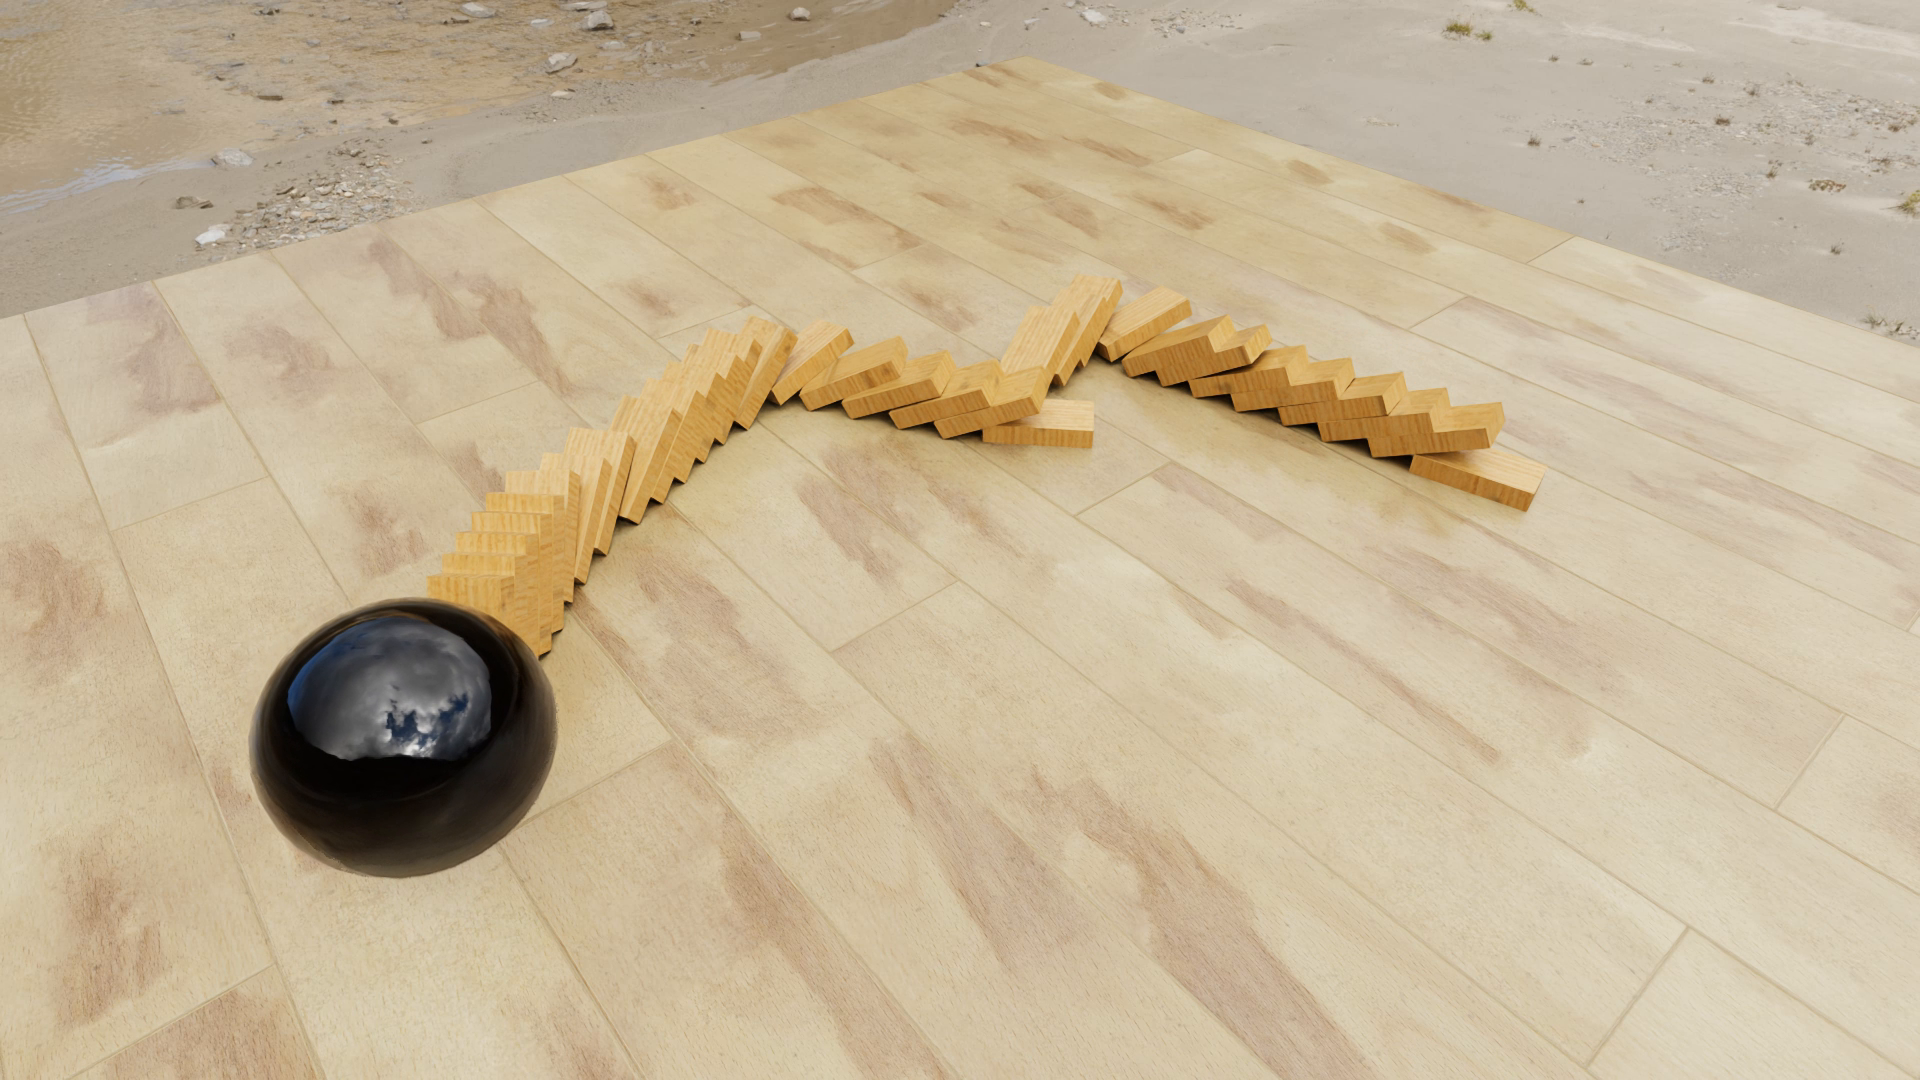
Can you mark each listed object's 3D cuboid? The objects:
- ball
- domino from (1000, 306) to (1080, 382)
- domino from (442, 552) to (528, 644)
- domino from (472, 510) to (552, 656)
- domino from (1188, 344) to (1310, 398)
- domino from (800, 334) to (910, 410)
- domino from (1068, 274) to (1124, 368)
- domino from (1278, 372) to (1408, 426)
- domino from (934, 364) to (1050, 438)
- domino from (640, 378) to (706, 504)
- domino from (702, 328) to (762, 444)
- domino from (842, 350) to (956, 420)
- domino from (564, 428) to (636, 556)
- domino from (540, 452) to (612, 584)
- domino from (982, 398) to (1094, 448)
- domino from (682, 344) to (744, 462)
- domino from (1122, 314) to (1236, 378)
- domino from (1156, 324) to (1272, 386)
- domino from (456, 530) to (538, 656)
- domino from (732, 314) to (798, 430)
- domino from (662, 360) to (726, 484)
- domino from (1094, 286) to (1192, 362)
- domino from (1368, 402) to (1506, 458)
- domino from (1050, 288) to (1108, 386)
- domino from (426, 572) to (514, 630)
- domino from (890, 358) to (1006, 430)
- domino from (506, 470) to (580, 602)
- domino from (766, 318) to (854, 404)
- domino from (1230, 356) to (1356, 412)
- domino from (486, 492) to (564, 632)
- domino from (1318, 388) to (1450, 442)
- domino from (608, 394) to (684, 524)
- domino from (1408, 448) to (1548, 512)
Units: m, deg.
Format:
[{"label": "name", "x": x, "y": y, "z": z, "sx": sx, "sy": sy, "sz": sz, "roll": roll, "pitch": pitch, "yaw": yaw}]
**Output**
[{"label": "ball", "x": -0.159, "y": 0.056, "z": 0.319, "sx": 0.080, "sy": 0.080, "sz": 0.080, "roll": 0, "pitch": 39, "yaw": 0}, {"label": "domino", "x": 0.036, "y": -0.091, "z": 0.534, "sx": 0.025, "sy": 0.010, "sz": 0.050, "roll": 14, "pitch": 66, "yaw": 31}, {"label": "domino", "x": -0.163, "y": 0.030, "z": 0.378, "sx": 0.025, "sy": 0.050, "sz": 0.010, "roll": 2, "pitch": 6, "yaw": 3}, {"label": "domino", "x": -0.161, "y": 0.015, "z": 0.395, "sx": 0.025, "sy": 0.050, "sz": 0.010, "roll": 3, "pitch": 5, "yaw": 3}, {"label": "domino", "x": 0.138, "y": -0.080, "z": 0.525, "sx": 0.050, "sy": 0.009, "sz": 0.025, "roll": -2, "pitch": 31, "yaw": 42}, {"label": "domino", "x": -0.050, "y": -0.080, "z": 0.524, "sx": 0.050, "sy": 0.010, "sz": 0.025, "roll": -17, "pitch": 34, "yaw": 21}, {"label": "domino", "x": 0.061, "y": -0.112, "z": 0.561, "sx": 0.025, "sy": 0.010, "sz": 0.050, "roll": 15, "pitch": 67, "yaw": 32}, {"label": "domino", "x": 0.175, "y": -0.064, "z": 0.504, "sx": 0.050, "sy": 0.010, "sz": 0.025, "roll": -2, "pitch": 29, "yaw": 45}, {"label": "domino", "x": 0.015, "y": -0.063, "z": 0.502, "sx": 0.050, "sy": 0.010, "sz": 0.025, "roll": -12, "pitch": 37, "yaw": 29}, {"label": "domino", "x": -0.131, "y": -0.043, "z": 0.474, "sx": 0.025, "sy": 0.010, "sz": 0.050, "roll": 16, "pitch": 79, "yaw": 18}, {"label": "domino", "x": -0.113, "y": -0.071, "z": 0.508, "sx": 0.025, "sy": 0.010, "sz": 0.050, "roll": 15, "pitch": 78, "yaw": 19}, {"label": "domino", "x": -0.029, "y": -0.073, "z": 0.515, "sx": 0.050, "sy": 0.010, "sz": 0.025, "roll": -10, "pitch": 36, "yaw": 30}, {"label": "domino", "x": -0.151, "y": -0.020, "z": 0.448, "sx": 0.025, "sy": 0.009, "sz": 0.050, "roll": 6, "pitch": 72, "yaw": 8}, {"label": "domino", "x": -0.156, "y": -0.009, "z": 0.434, "sx": 0.025, "sy": 0.010, "sz": 0.050, "roll": 5, "pitch": 72, "yaw": 6}, {"label": "domino", "x": 0.037, "y": -0.055, "z": 0.510, "sx": 0.050, "sy": 0.010, "sz": 0.025, "roll": 4, "pitch": 39, "yaw": 5}, {"label": "domino", "x": -0.119, "y": -0.062, "z": 0.497, "sx": 0.025, "sy": 0.009, "sz": 0.050, "roll": 16, "pitch": 79, "yaw": 19}, {"label": "domino", "x": 0.107, "y": -0.095, "z": 0.539, "sx": 0.050, "sy": 0.010, "sz": 0.025, "roll": -10, "pitch": 25, "yaw": 45}, {"label": "domino", "x": 0.122, "y": -0.089, "z": 0.531, "sx": 0.050, "sy": 0.009, "sz": 0.025, "roll": -10, "pitch": 25, "yaw": 46}, {"label": "domino", "x": -0.163, "y": 0.022, "z": 0.387, "sx": 0.025, "sy": 0.050, "sz": 0.009, "roll": 2, "pitch": 6, "yaw": 3}, {"label": "domino", "x": -0.099, "y": -0.079, "z": 0.518, "sx": 0.025, "sy": 0.009, "sz": 0.050, "roll": 24, "pitch": 82, "yaw": 26}, {"label": "domino", "x": -0.125, "y": -0.052, "z": 0.485, "sx": 0.025, "sy": 0.010, "sz": 0.050, "roll": 15, "pitch": 78, "yaw": 18}, {"label": "domino", "x": 0.091, "y": -0.112, "z": 0.565, "sx": 0.050, "sy": 0.010, "sz": 0.025, "roll": -31, "pitch": 37, "yaw": -8}, {"label": "domino", "x": 0.209, "y": -0.048, "z": 0.484, "sx": 0.050, "sy": 0.009, "sz": 0.025, "roll": -2, "pitch": 30, "yaw": 43}, {"label": "domino", "x": 0.051, "y": -0.101, "z": 0.547, "sx": 0.025, "sy": 0.010, "sz": 0.050, "roll": 18, "pitch": 69, "yaw": 33}, {"label": "domino", "x": -0.164, "y": 0.037, "z": 0.369, "sx": 0.025, "sy": 0.050, "sz": 0.010, "roll": 2, "pitch": 6, "yaw": 3}, {"label": "domino", "x": -0.006, "y": -0.067, "z": 0.507, "sx": 0.050, "sy": 0.010, "sz": 0.025, "roll": -10, "pitch": 37, "yaw": 31}, {"label": "domino", "x": -0.161, "y": -0.001, "z": 0.420, "sx": 0.025, "sy": 0.009, "sz": 0.050, "roll": -2, "pitch": 78, "yaw": 5}, {"label": "domino", "x": -0.078, "y": -0.087, "z": 0.536, "sx": 0.050, "sy": 0.010, "sz": 0.025, "roll": -44, "pitch": 44, "yaw": -21}, {"label": "domino", "x": 0.156, "y": -0.073, "z": 0.515, "sx": 0.050, "sy": 0.010, "sz": 0.025, "roll": -3, "pitch": 30, "yaw": 41}, {"label": "domino", "x": -0.160, "y": 0.008, "z": 0.404, "sx": 0.025, "sy": 0.050, "sz": 0.010, "roll": 3, "pitch": 5, "yaw": 3}, {"label": "domino", "x": 0.191, "y": -0.056, "z": 0.495, "sx": 0.050, "sy": 0.009, "sz": 0.025, "roll": -2, "pitch": 30, "yaw": 43}, {"label": "domino", "x": -0.138, "y": -0.034, "z": 0.463, "sx": 0.025, "sy": 0.010, "sz": 0.050, "roll": 16, "pitch": 78, "yaw": 18}, {"label": "domino", "x": 0.227, "y": -0.031, "z": 0.481, "sx": 0.050, "sy": 0.010, "sz": 0.025, "roll": 24, "pitch": 45, "yaw": 26}]
